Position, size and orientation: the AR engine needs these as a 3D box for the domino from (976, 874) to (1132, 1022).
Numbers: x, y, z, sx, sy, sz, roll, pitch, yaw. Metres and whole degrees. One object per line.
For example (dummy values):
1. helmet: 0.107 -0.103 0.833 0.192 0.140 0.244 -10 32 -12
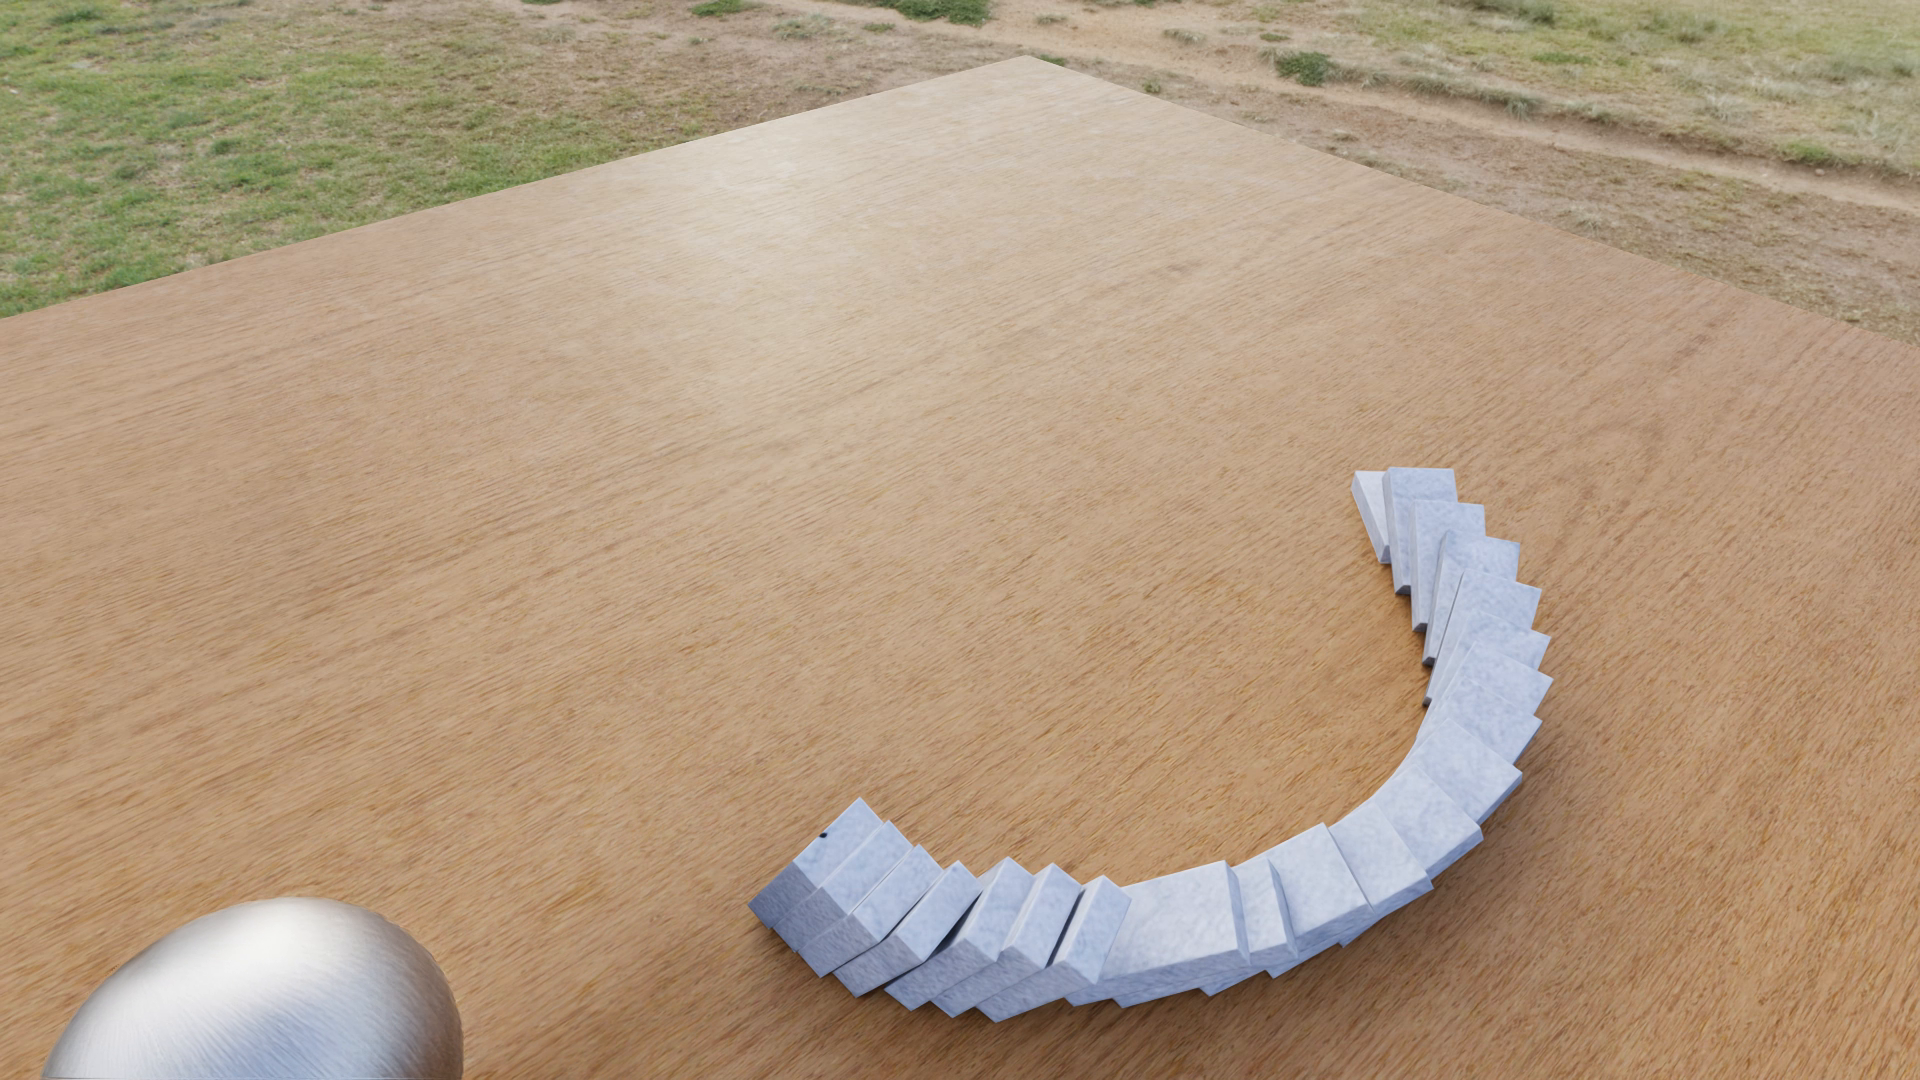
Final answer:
1. domino: 0.023 0.106 0.283 0.010 0.050 0.025 39 48 -2

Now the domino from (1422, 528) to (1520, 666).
1. domino: 0.184 0.023 0.397 0.025 0.010 0.050 13 71 13

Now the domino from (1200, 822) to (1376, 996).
1. domino: 0.084 0.101 0.300 0.050 0.010 0.025 -32 40 12

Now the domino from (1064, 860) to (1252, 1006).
1. domino: 0.050 0.104 0.291 0.050 0.010 0.025 -23 35 22

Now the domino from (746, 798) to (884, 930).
1. domino: -0.041 0.090 0.303 0.009 0.050 0.025 46 52 6

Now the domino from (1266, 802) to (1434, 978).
1. domino: 0.102 0.097 0.307 0.050 0.010 0.025 -32 42 6

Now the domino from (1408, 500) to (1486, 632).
1. domino: 0.184 0.010 0.414 0.025 0.010 0.050 5 67 6

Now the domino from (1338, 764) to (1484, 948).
1. domino: 0.120 0.090 0.315 0.050 0.010 0.025 -38 46 1

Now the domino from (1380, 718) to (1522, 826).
1. domino: 0.139 0.080 0.326 0.050 0.010 0.025 -44 54 -4

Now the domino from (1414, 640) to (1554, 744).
1. domino: 0.164 0.060 0.350 0.025 0.010 0.050 30 79 29

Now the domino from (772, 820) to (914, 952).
1. domino: -0.032 0.094 0.297 0.010 0.050 0.025 46 53 6

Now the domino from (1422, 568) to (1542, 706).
1. domino: 0.180 0.037 0.380 0.025 0.010 0.050 18 72 20

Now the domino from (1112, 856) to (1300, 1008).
1. domino: 0.063 0.105 0.295 0.050 0.009 0.025 -25 35 20

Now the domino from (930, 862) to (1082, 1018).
1. domino: 0.011 0.104 0.285 0.009 0.050 0.025 38 46 -1

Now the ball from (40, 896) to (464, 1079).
1. ball: -0.153 0.120 0.241 0.080 0.080 0.080 0 39 0

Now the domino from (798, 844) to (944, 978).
1. domino: -0.024 0.099 0.292 0.009 0.050 0.025 46 52 6

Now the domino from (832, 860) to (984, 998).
1. domino: -0.014 0.102 0.288 0.009 0.050 0.025 45 51 5

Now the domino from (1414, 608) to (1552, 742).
1. domino: 0.173 0.050 0.364 0.025 0.009 0.050 23 74 26

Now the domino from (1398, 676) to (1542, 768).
1. domino: 0.153 0.070 0.338 0.025 0.009 0.050 35 81 31

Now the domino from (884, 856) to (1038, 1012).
1. domino: -0.001 0.103 0.287 0.009 0.050 0.025 38 46 0

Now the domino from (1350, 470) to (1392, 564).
1. domino: 0.181 -0.010 0.455 0.025 0.010 0.050 1 39 2

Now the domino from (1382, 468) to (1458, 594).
1. domino: 0.182 -0.004 0.430 0.025 0.009 0.050 2 67 2
